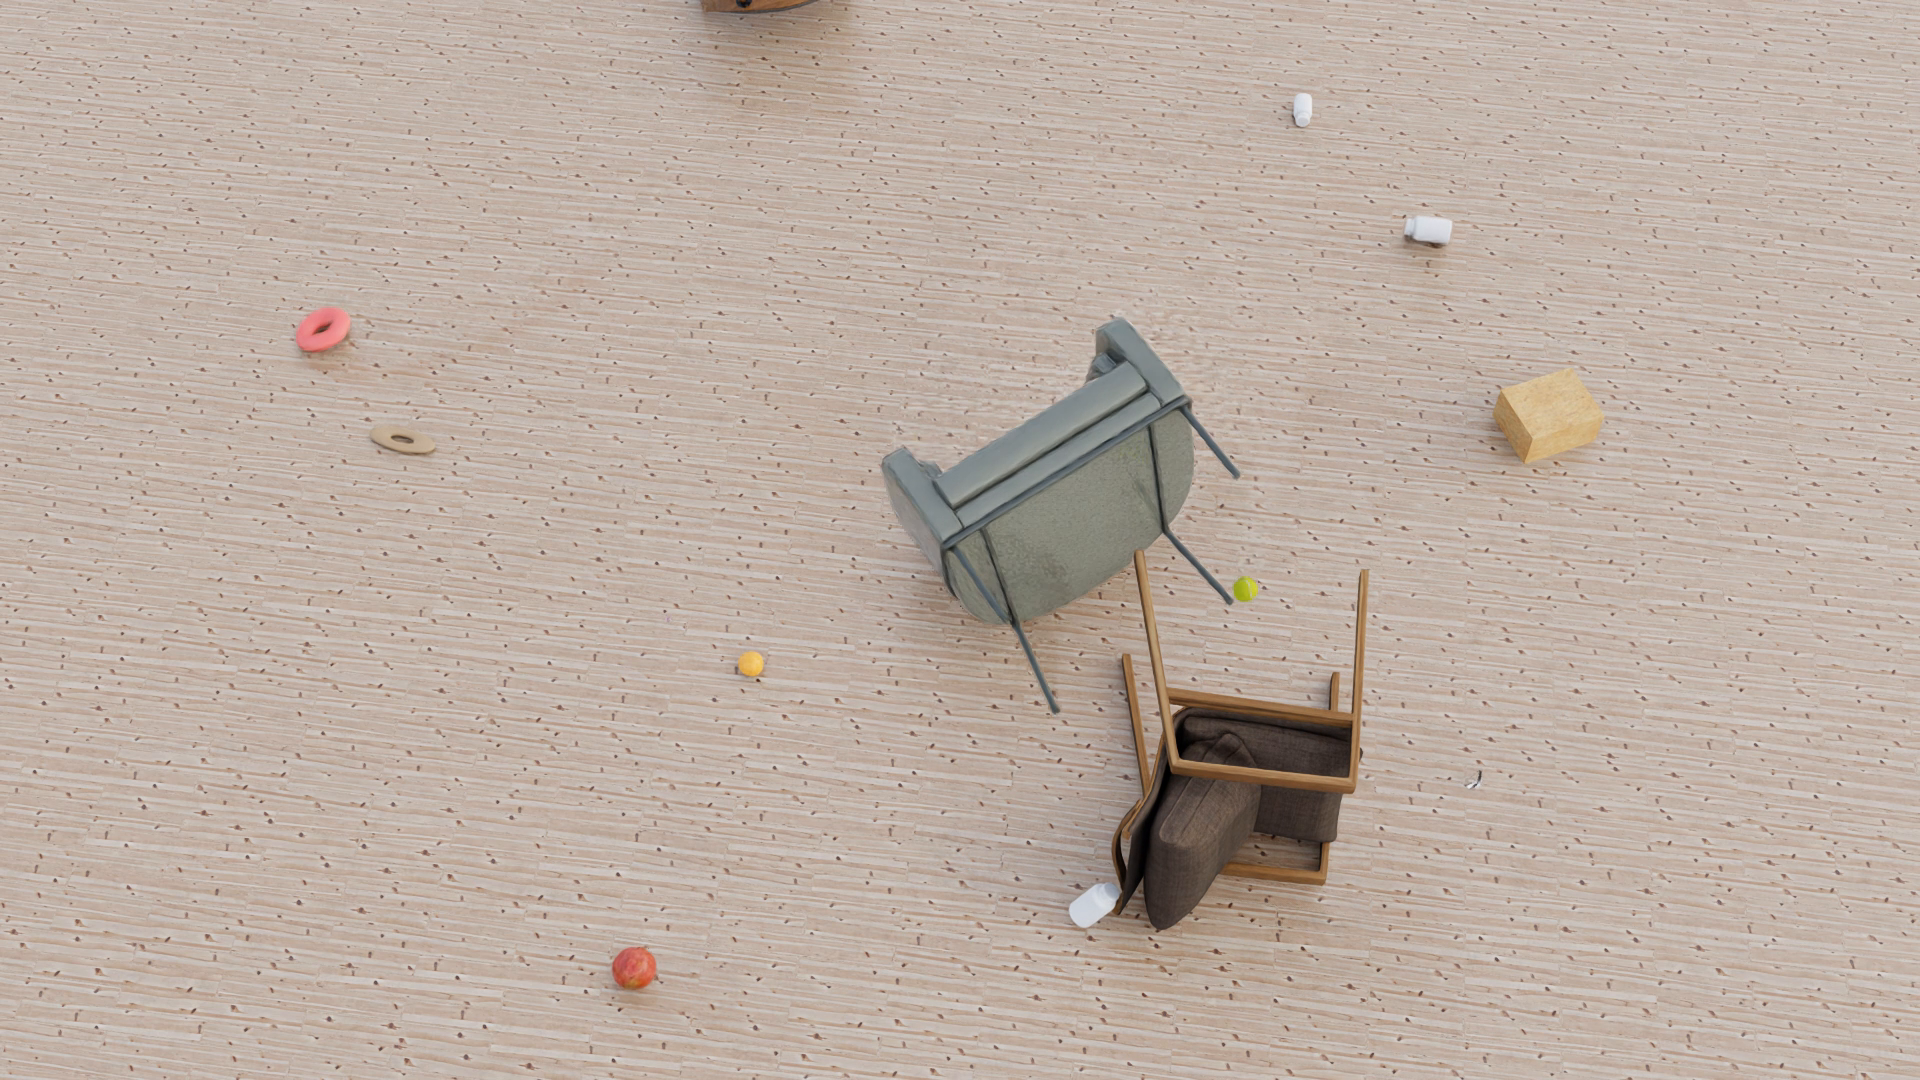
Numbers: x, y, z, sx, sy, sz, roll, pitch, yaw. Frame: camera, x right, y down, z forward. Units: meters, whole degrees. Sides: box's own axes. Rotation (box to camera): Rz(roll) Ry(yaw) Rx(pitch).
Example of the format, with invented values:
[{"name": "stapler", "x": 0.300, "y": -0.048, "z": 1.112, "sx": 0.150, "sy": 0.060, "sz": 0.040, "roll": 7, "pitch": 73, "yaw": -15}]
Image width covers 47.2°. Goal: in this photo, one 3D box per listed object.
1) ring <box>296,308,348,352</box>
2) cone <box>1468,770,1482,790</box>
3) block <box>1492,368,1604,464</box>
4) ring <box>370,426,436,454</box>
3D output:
[{"name": "ring", "x": -2.022, "y": -0.666, "z": 6.974, "sx": 0.175, "sy": 0.050, "sz": 0.178, "roll": 31, "pitch": 64, "yaw": 36}, {"name": "cone", "x": 1.439, "y": 0.675, "z": 6.111, "sx": 0.029, "sy": 0.045, "sz": 0.067, "roll": 43, "pitch": 57, "yaw": -18}, {"name": "block", "x": 1.805, "y": -0.382, "z": 6.752, "sx": 0.247, "sy": 0.130, "sz": 0.201, "roll": -18, "pitch": 58, "yaw": -12}, {"name": "ring", "x": -1.717, "y": -0.309, "z": 6.765, "sx": 0.220, "sy": 0.026, "sz": 0.082, "roll": 14, "pitch": 58, "yaw": 9}]
